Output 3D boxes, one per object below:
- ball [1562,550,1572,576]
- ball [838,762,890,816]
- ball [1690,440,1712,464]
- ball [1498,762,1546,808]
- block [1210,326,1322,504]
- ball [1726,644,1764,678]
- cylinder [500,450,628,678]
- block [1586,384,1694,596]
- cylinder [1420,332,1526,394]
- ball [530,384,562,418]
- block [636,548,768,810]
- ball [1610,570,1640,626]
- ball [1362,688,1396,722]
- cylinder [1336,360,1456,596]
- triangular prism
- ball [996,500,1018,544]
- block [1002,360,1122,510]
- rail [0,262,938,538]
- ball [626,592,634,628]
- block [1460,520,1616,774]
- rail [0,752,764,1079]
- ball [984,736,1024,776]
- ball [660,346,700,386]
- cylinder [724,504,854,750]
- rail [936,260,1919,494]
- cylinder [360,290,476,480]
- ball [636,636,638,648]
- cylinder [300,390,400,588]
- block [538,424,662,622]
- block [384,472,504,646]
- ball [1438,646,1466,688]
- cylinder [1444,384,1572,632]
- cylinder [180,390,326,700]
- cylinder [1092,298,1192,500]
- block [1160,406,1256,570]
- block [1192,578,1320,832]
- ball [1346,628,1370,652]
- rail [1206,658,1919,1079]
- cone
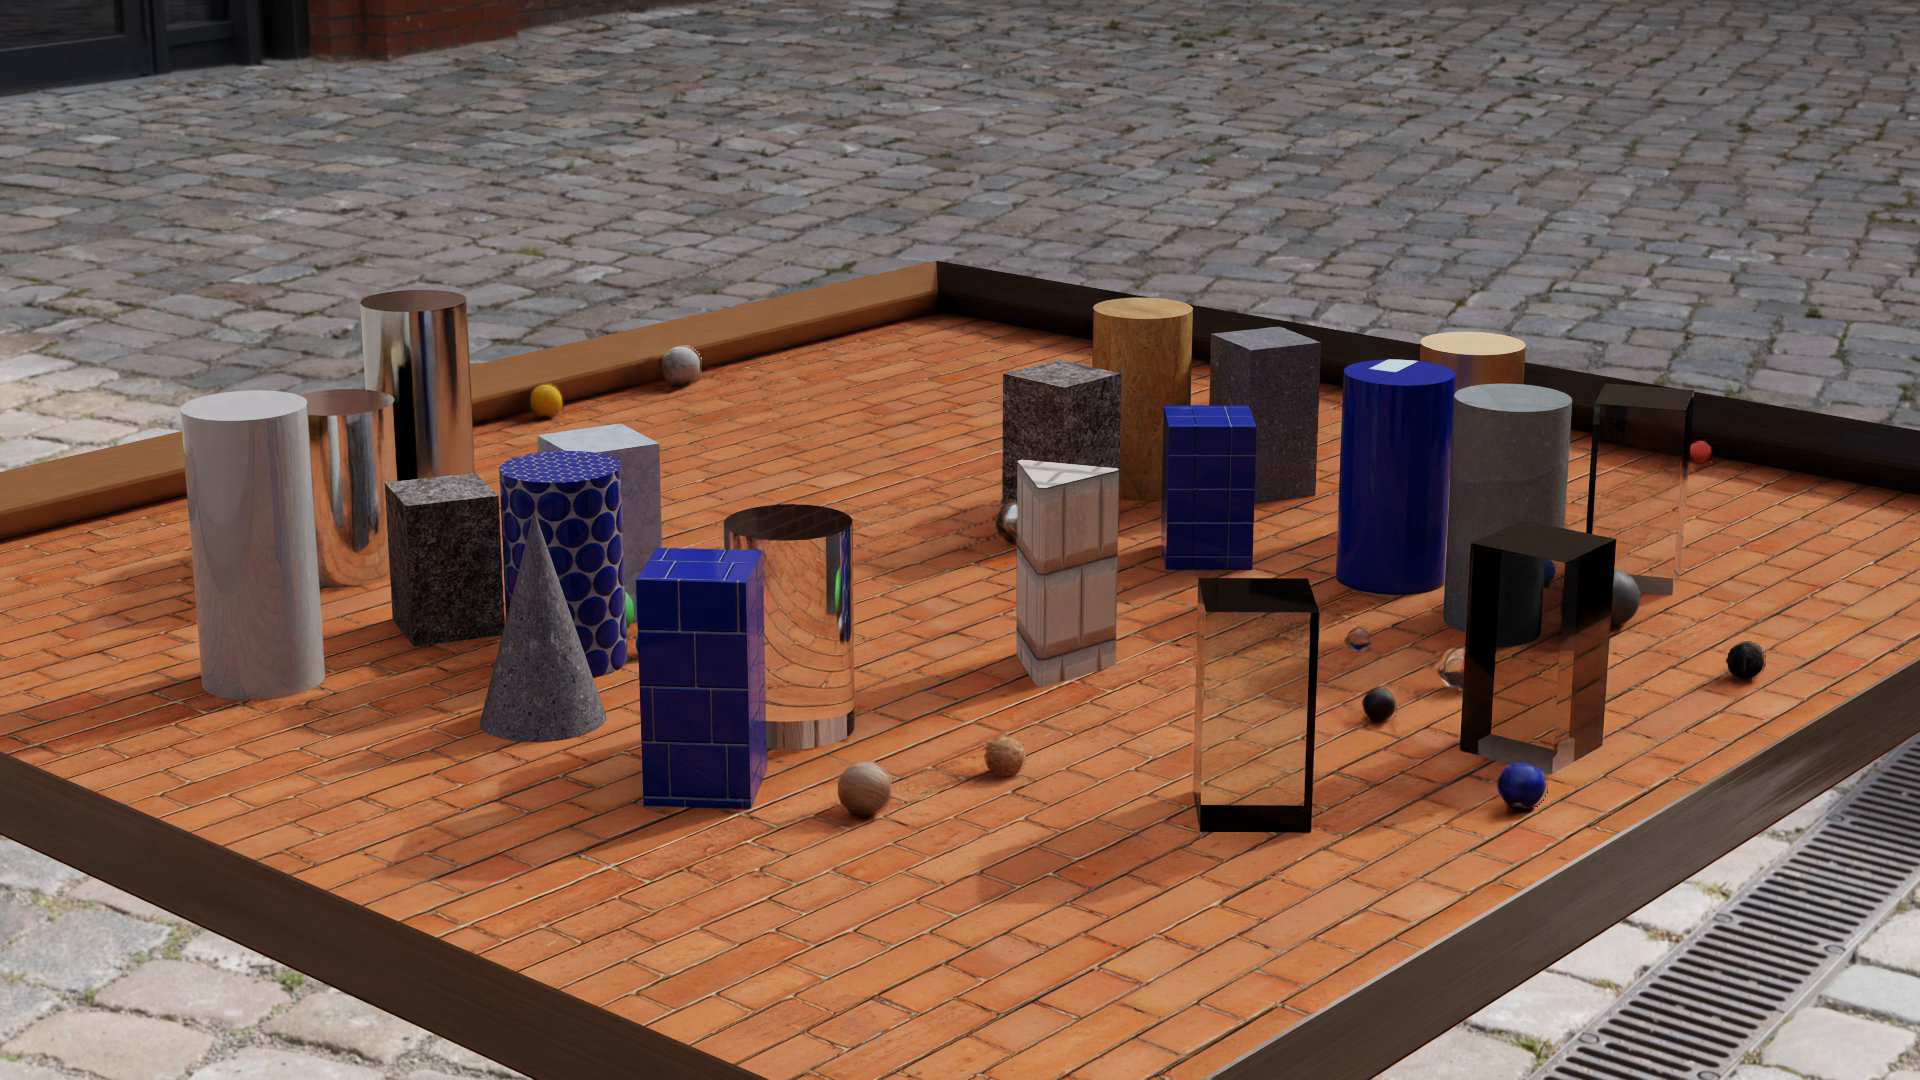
[{"bbox_3d":[1.066,0.040,5.227,0.050,0.050,0.050,0,17,0],"label":"ball"},{"bbox_3d":[-0.136,0.351,4.150,0.076,0.076,0.076,0,17,0],"label":"ball"},{"bbox_3d":[1.504,-0.179,5.957,0.047,0.047,0.047,0,17,0],"label":"ball"},{"bbox_3d":[0.800,0.349,4.175,0.066,0.066,0.066,0,17,0],"label":"ball"},{"bbox_3d":[0.592,-0.244,5.724,0.155,0.307,0.155,-8,18,-24],"label":"block"},{"bbox_3d":[1.260,0.194,4.704,0.057,0.057,0.057,0,17,0],"label":"ball"},{"bbox_3d":[-0.640,0.040,4.742,0.194,0.330,0.194,0,17,0],"label":"cylinder"},{"bbox_3d":[1.196,-0.091,5.171,0.155,0.333,0.155,6,18,18],"label":"block"},{"bbox_3d":[0.956,-0.201,5.511,0.194,0.347,0.194,0,17,0],"label":"cylinder"},{"bbox_3d":[-0.892,-0.299,6.313,0.071,0.071,0.071,0,17,0],"label":"ball"},{"bbox_3d":[-0.368,0.197,4.207,0.155,0.338,0.155,1,17,5],"label":"block"},{"bbox_3d":[1.100,0.097,4.956,0.097,0.097,0.097,0,17,0],"label":"ball"},{"bbox_3d":[0.646,0.253,4.518,0.051,0.051,0.051,0,17,0],"label":"ball"},{"bbox_3d":[0.766,-0.112,5.164,0.194,0.377,0.194,0,17,0],"label":"cylinder"},{"bbox_3d":[0.143,0.045,4.728,0.168,0.330,0.145,-14,22,-39],"label":"triangular prism"},{"bbox_3d":[0.106,-0.033,5.417,0.080,0.080,0.080,0,17,0],"label":"ball"},{"bbox_3d":[0.189,-0.165,5.475,0.155,0.299,0.155,16,23,43],"label":"block"},{"bbox_3d":[-1.161,-0.260,6.085,0.045,0.126,3.415,14,22,39],"label":"rail"},{"bbox_3d":[-0.589,0.119,4.902,0.087,0.087,0.087,0,17,0],"label":"ball"},{"bbox_3d":[0.859,0.157,4.362,0.155,0.325,0.155,13,21,38],"label":"block"},{"bbox_3d":[-1.104,0.399,3.903,3.122,0.126,0.045,14,22,39],"label":"rail"},{"bbox_3d":[0.065,0.317,4.295,0.058,0.058,0.058,0,17,0],"label":"ball"},{"bbox_3d":[-0.627,-0.390,6.584,0.090,0.090,0.090,0,17,0],"label":"ball"},{"bbox_3d":[-0.258,0.130,4.447,0.194,0.328,0.194,0,17,0],"label":"cylinder"},{"bbox_3d":[1.104,-0.336,6.338,3.122,0.126,0.045,14,22,39],"label":"rail"},{"bbox_3d":[-1.007,-0.234,5.468,0.194,0.434,0.194,0,17,0],"label":"cylinder"},{"bbox_3d":[-0.508,0.168,4.806,0.048,0.048,0.048,0,17,0],"label":"ball"},{"bbox_3d":[-1.096,-0.094,5.218,0.194,0.312,0.194,0,17,0],"label":"cylinder"},{"bbox_3d":[-0.611,-0.023,4.993,0.155,0.307,0.155,-10,19,-29],"label":"block"},{"bbox_3d":[-0.865,0.031,4.923,0.155,0.242,0.155,-7,18,-22],"label":"block"},{"bbox_3d":[0.793,0.202,4.657,0.069,0.069,0.069,0,17,0],"label":"ball"},{"bbox_3d":[0.921,-0.050,4.938,0.194,0.390,0.194,0,17,0],"label":"cylinder"},{"bbox_3d":[-1.117,0.007,4.639,0.194,0.453,0.194,0,17,0],"label":"cylinder"},{"bbox_3d":[0.355,-0.277,5.740,0.194,0.361,0.194,0,17,0],"label":"cylinder"},{"bbox_3d":[0.448,-0.096,5.304,0.155,0.265,0.155,0,17,0],"label":"block"},{"bbox_3d":[0.414,0.231,4.121,0.155,0.323,0.155,0,17,1],"label":"block"},{"bbox_3d":[0.657,0.164,4.833,0.040,0.040,0.040,0,17,0],"label":"ball"},{"bbox_3d":[1.161,0.323,4.156,0.045,0.126,3.415,14,22,39],"label":"rail"},{"bbox_3d":[-0.643,0.116,4.477,0.194,0.338,0.194,0,17,0],"label":"cone"}]
